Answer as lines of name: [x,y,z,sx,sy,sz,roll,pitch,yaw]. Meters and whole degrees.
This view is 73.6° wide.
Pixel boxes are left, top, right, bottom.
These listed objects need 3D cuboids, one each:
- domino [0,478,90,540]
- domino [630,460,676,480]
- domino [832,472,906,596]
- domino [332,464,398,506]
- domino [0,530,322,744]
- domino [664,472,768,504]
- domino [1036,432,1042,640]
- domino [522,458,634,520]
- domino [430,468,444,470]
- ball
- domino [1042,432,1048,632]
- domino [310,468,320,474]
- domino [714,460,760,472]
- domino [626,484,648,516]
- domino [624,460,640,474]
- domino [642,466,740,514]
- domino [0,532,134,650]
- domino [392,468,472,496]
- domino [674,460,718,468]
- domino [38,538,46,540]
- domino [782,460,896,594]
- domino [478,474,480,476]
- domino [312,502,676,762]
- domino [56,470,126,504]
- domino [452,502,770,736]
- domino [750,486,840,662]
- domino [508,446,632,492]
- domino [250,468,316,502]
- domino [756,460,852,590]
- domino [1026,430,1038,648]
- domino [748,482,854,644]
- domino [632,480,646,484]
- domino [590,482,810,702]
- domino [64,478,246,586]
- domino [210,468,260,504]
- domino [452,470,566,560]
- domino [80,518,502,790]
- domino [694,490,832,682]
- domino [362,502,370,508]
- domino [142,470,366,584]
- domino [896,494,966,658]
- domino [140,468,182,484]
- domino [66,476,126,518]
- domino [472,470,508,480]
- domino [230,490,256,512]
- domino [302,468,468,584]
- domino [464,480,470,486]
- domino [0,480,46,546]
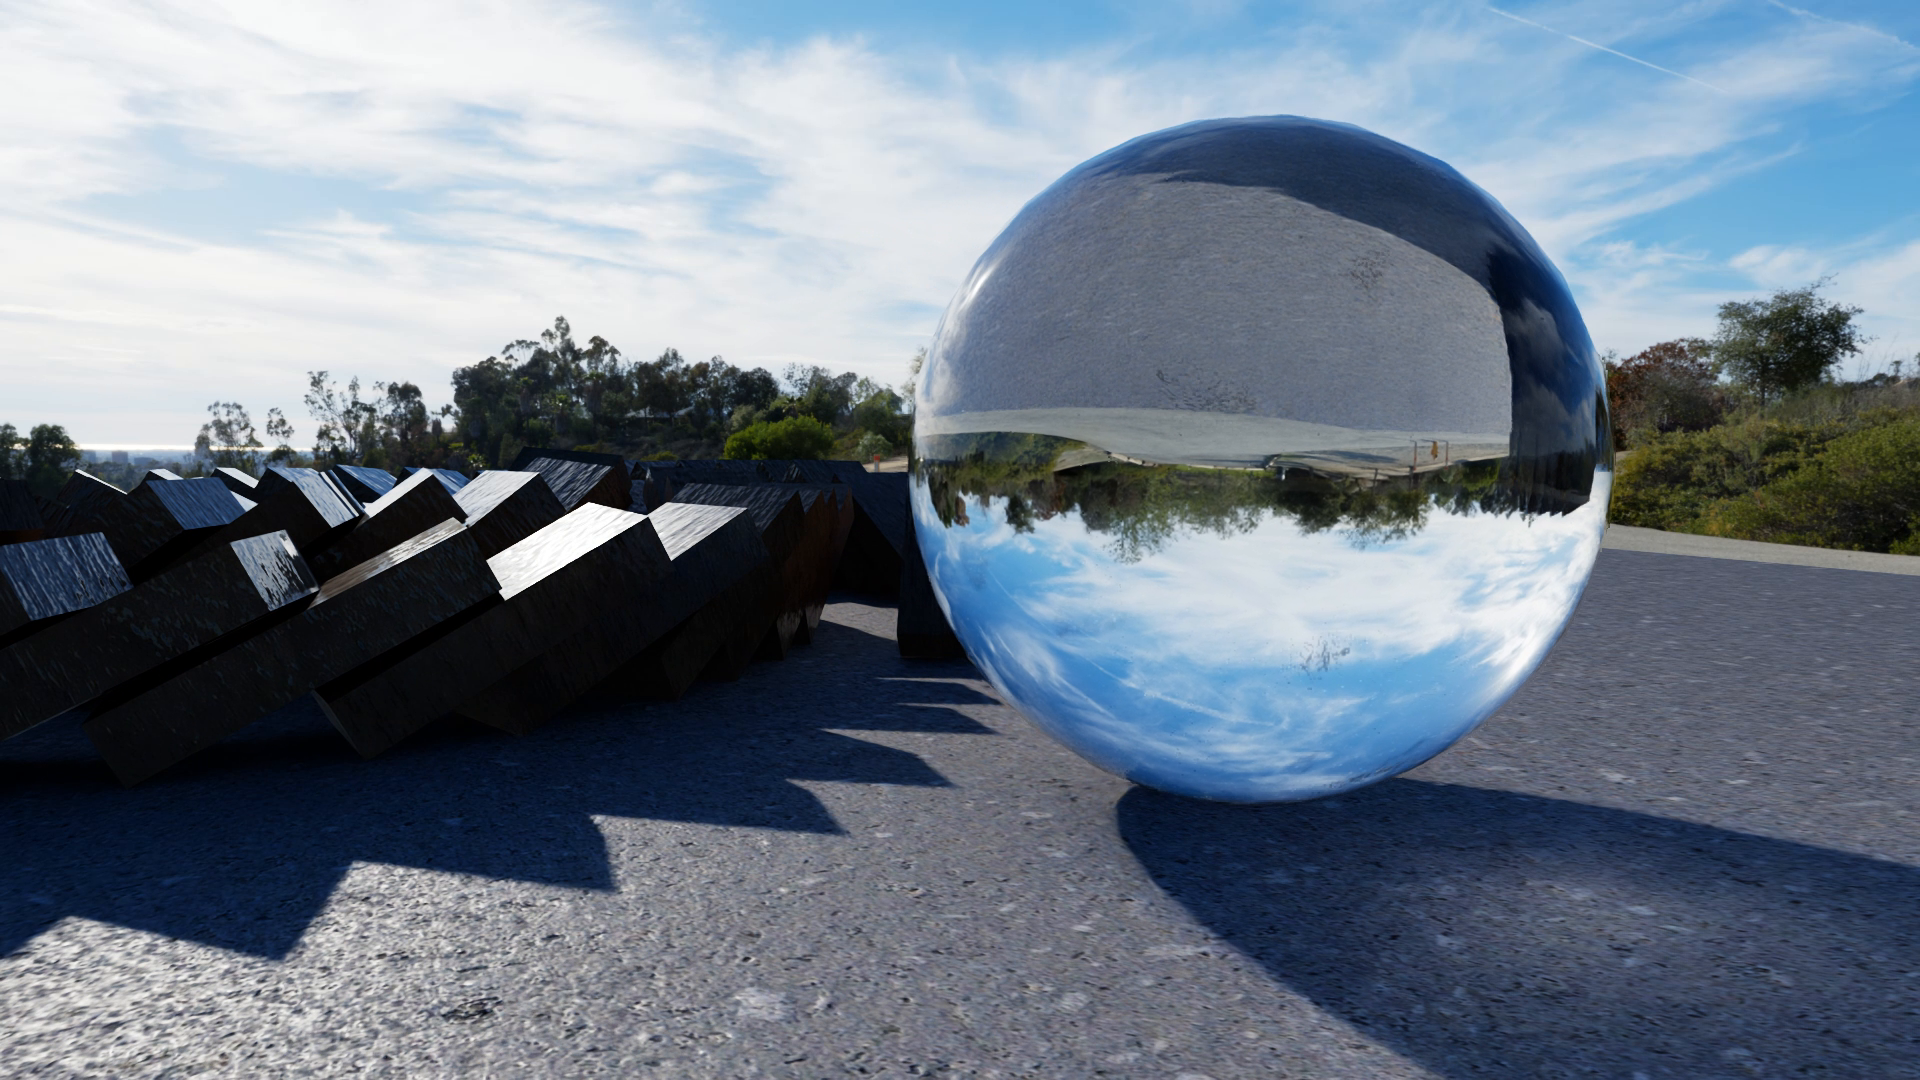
domino: [-0.225,0.001,0.331,0.025,0.009,0.050,4,-26,47]
domino: [-0.084,-0.007,0.419,0.050,0.010,0.025,42,25,24]
domino: [-0.015,-0.002,0.362,0.025,0.009,0.050,-3,37,-35]
domino: [-0.158,-0.004,0.374,0.050,0.009,0.025,33,3,4]
domino: [-0.111,0.015,0.164,0.050,0.009,0.025,-28,10,-10]
domino: [-0.055,0.001,0.313,0.025,0.010,0.050,-2,38,-24]
domino: [0.006,-0.002,0.289,0.025,0.050,0.009,0,-33,4]
domino: [-0.094,0.003,0.264,0.025,0.009,0.050,8,45,33]
domino: [-0.159,-0.007,0.430,0.050,0.009,0.025,31,3,-1]
ball: [0.034,-0.009,0.154,0.080,0.080,0.080,0,4,0]
domino: [0.008,-0.003,0.301,0.025,0.050,0.010,0,-33,3]
domino: [-0.197,-0.006,0.422,0.050,0.009,0.025,31,-2,-11]
domino: [-0.055,-0.006,0.401,0.025,0.009,0.050,-4,42,-48]
domino: [-0.074,0.001,0.345,0.025,0.009,0.050,-3,33,-32]
domino: [-0.101,-0.008,0.426,0.050,0.010,0.025,40,19,19]
domino: [-0.063,0.000,0.330,0.025,0.010,0.050,0,37,-29]
domino: [-0.133,0.015,0.157,0.050,0.010,0.025,-27,7,-5]
domino: [-0.138,-0.003,0.374,0.050,0.009,0.025,33,7,11]
domino: [-0.069,-0.007,0.411,0.050,0.010,0.025,45,28,26]
domino: [-0.235,0.002,0.313,0.025,0.010,0.050,2,-28,36]
domino: [-0.030,-0.005,0.380,0.025,0.009,0.050,-1,40,-40]
domino: [-0.115,-0.002,0.369,0.050,0.010,0.025,35,17,21]
domino: [-0.070,0.012,0.192,0.050,0.010,0.025,-35,25,-28]
domino: [-0.247,-0.004,0.393,0.050,0.009,0.025,35,-15,-30]
domino: [-0.058,0.011,0.208,0.025,0.010,0.050,5,34,46]
domino: [-0.044,0.006,0.271,0.025,0.009,0.050,1,34,9]
domino: [-0.095,0.000,0.285,0.025,0.009,0.050,6,46,12]
domino: [-0.175,-0.003,0.372,0.050,0.010,0.025,33,1,-3]
domino: [-0.041,-0.006,0.391,0.025,0.010,0.050,-3,41,-42]
domino: [0.004,-0.001,0.277,0.025,0.050,0.009,0,-33,4]
domino: [-0.041,0.004,0.291,0.025,0.009,0.050,1,34,8]
domino: [-0.091,-0.001,0.362,0.025,0.010,0.050,-2,33,-41]
domino: [-0.050,0.008,0.233,0.025,0.009,0.050,4,37,22]
domino: [-0.147,0.008,0.214,0.050,0.009,0.025,-36,7,-3]
domino: [-0.216,-0.006,0.415,0.050,0.009,0.025,32,-7,-17]
domino: [-0.102,0.006,0.245,0.025,0.009,0.050,5,42,47]
domino: [-0.090,0.014,0.177,0.050,0.009,0.025,-31,17,-20]
domino: [-0.046,0.007,0.251,0.025,0.009,0.050,1,34,17]
domino: [-0.131,0.005,0.322,0.025,0.010,0.050,7,17,-42]
domino: [-0.128,0.007,0.217,0.050,0.009,0.025,-36,13,-7]
domino: [0.001,0.000,0.265,0.025,0.050,0.009,0,-33,4]
domino: [-0.232,-0.005,0.406,0.050,0.010,0.025,33,-9,-22]
domino: [-0.211,0.000,0.346,0.050,0.009,0.025,34,-16,-32]
domino: [-0.138,-0.007,0.431,0.050,0.009,0.025,31,8,6]
domino: [-0.194,-0.001,0.361,0.050,0.010,0.025,30,-5,-18]
domino: [-0.113,0.006,0.228,0.050,0.010,0.025,-40,21,-17]
domino: [-0.111,0.003,0.311,0.025,0.010,0.050,16,20,-22]
domino: [-0.172,0.009,0.206,0.050,0.009,0.025,-38,-16,28]
